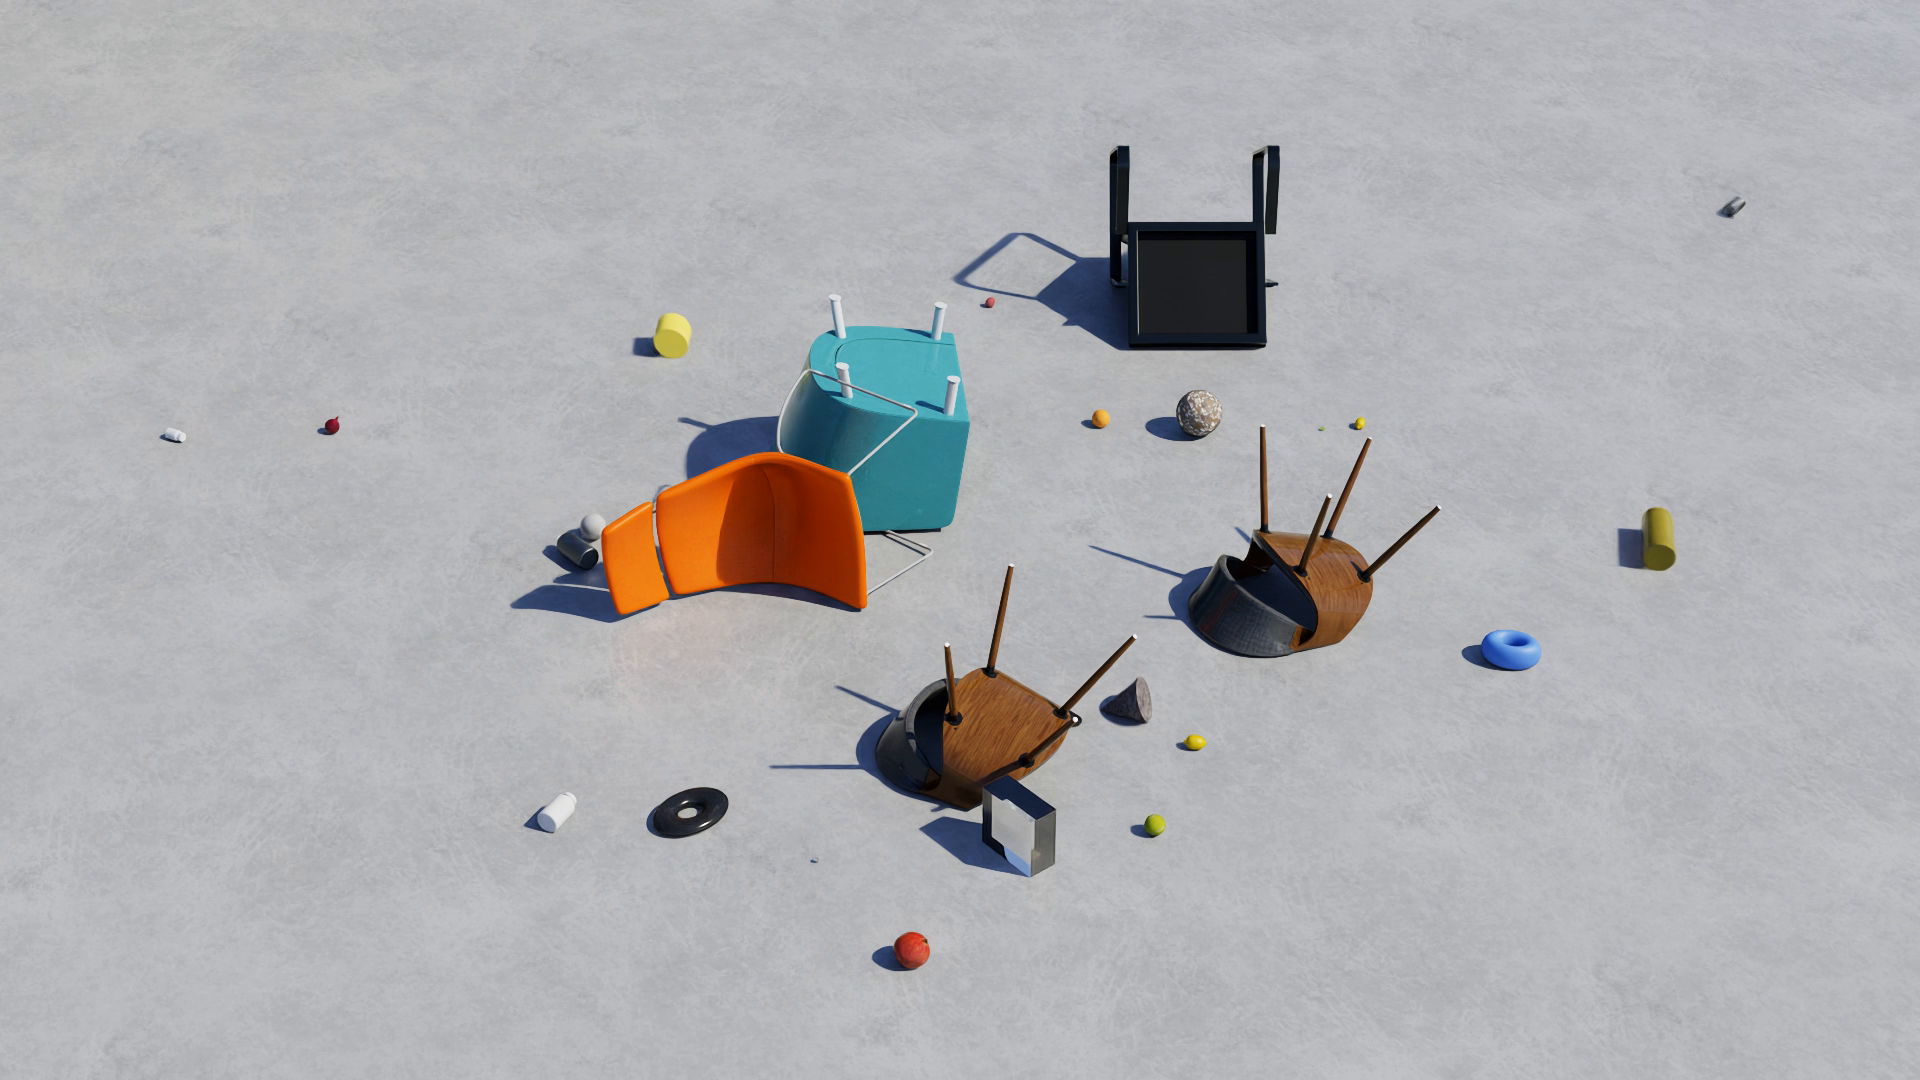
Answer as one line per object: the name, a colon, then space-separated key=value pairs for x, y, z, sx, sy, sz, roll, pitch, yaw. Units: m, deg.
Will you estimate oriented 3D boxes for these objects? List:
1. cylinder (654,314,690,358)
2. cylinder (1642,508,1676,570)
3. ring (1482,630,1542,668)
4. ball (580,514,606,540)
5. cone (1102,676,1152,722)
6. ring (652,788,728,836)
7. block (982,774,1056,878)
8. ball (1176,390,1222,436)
cylinder: x=-1.187 y=-0.843 z=12.098 sx=0.147 sy=0.129 sz=0.136 roll=40 pitch=26 yaw=-22
cylinder: x=2.583 y=-0.004 z=10.845 sx=0.113 sy=0.116 sz=0.256 roll=-6 pitch=32 yaw=15
ring: x=1.932 y=0.384 z=10.280 sx=0.210 sy=0.092 sz=0.153 roll=10 pitch=33 yaw=12
ball: x=-1.367 y=-0.050 z=10.930 sx=0.099 sy=0.099 sz=0.099 roll=0 pitch=33 yaw=0
cone: x=0.554 y=0.563 z=10.030 sx=0.165 sy=0.143 sz=0.186 roll=-16 pitch=29 yaw=19
ring: x=-0.878 y=0.886 z=9.562 sx=0.276 sy=0.043 sz=0.201 roll=-28 pitch=43 yaw=-35
block: x=0.188 y=0.912 z=9.357 sx=0.105 sy=0.224 sz=0.236 roll=-25 pitch=41 yaw=-33
ball: x=0.941 y=-0.500 z=11.539 sx=0.182 sy=0.182 sz=0.182 roll=0 pitch=33 yaw=0
